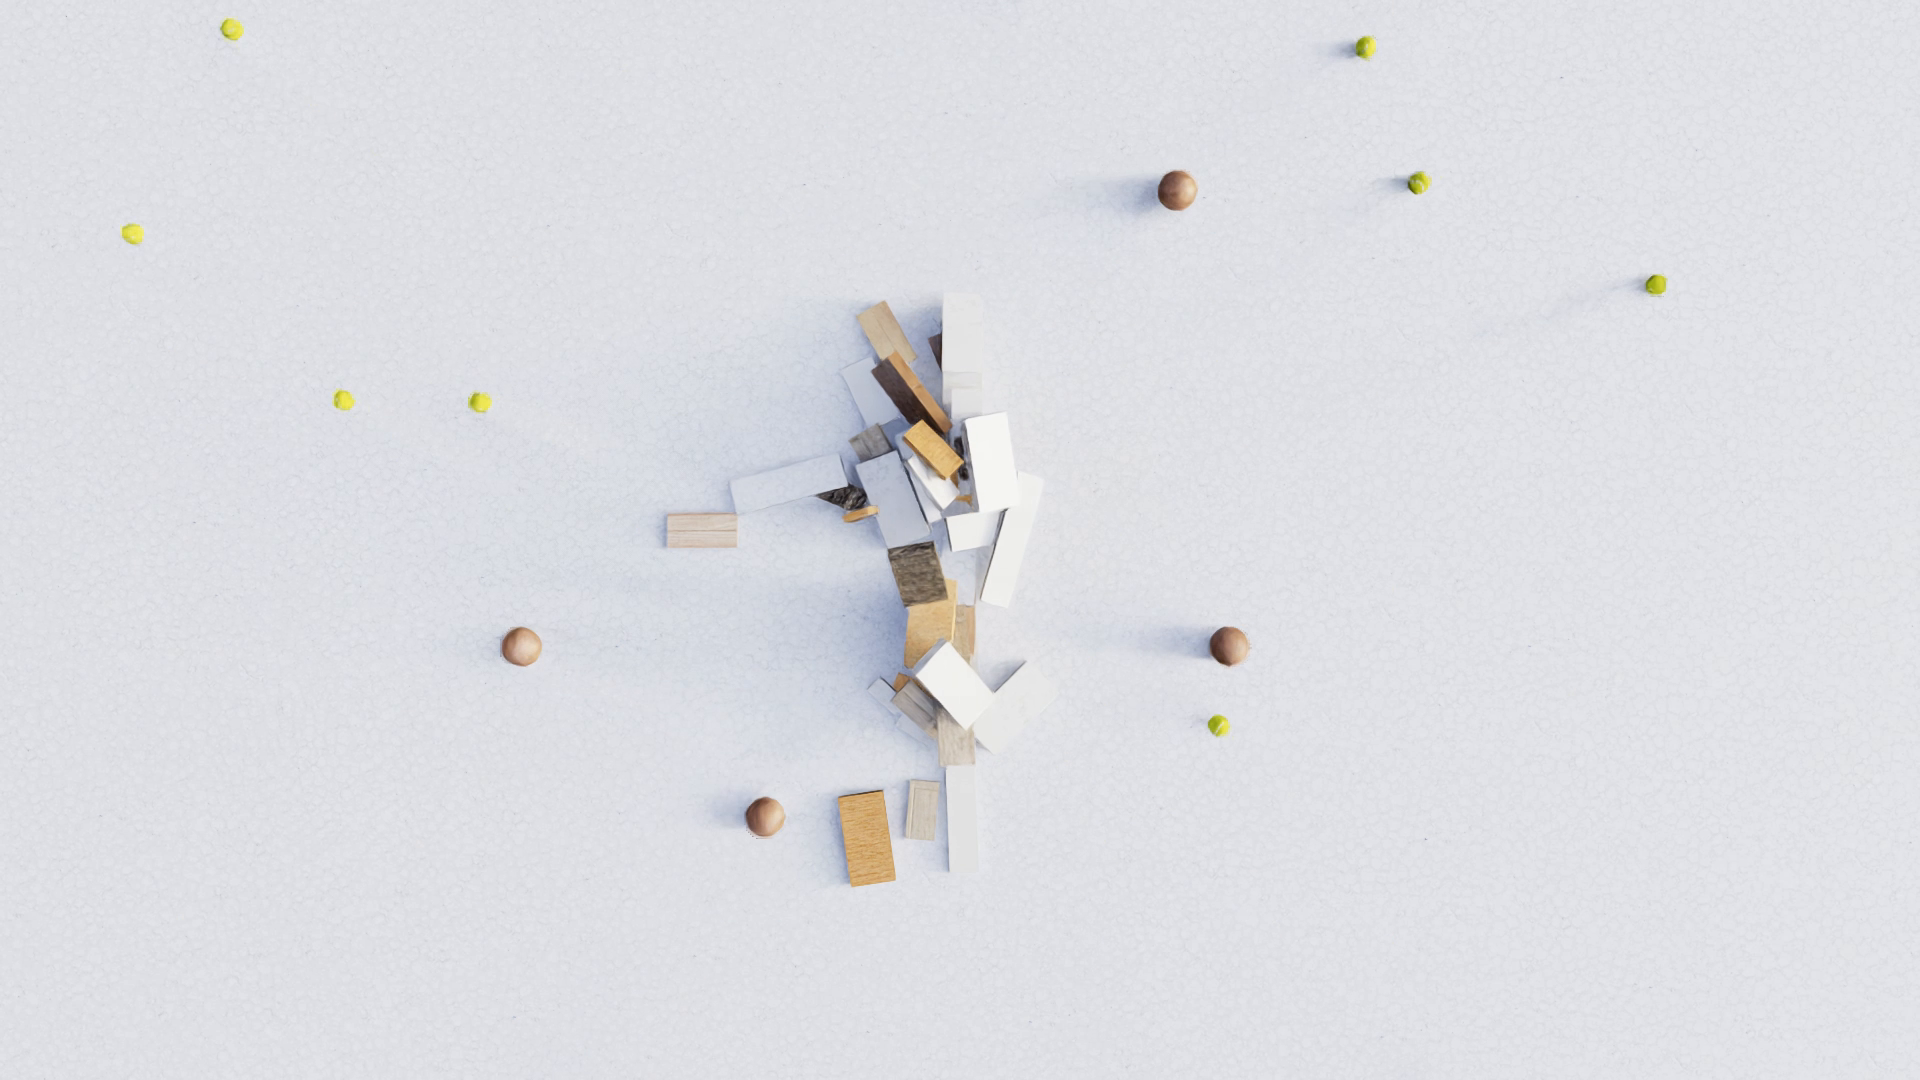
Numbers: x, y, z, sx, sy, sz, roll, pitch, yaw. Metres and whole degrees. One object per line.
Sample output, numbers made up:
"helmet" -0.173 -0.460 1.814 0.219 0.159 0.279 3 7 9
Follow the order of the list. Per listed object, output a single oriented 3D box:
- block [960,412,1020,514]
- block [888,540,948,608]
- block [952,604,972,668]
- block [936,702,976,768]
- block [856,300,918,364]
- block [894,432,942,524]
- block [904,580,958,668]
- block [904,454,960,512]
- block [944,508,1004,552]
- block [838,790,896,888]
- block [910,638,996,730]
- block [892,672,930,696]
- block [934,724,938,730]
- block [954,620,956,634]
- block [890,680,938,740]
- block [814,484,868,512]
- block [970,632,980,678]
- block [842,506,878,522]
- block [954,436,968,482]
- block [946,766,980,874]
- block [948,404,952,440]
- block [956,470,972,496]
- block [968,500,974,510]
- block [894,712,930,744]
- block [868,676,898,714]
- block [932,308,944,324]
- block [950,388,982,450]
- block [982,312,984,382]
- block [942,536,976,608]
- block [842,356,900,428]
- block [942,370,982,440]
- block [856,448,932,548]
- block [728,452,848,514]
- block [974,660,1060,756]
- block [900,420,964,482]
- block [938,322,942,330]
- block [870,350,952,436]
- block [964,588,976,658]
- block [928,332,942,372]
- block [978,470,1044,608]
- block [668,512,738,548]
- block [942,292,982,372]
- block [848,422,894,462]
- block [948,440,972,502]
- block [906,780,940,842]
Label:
"block" 0.098 -0.252 5.363 0.153 0.043 0.306 -13 98 -27
"block" -0.131 0.111 5.217 0.146 0.292 0.041 -10 56 3
"block" -0.030 0.329 5.382 0.114 0.032 0.229 -9 68 4
"block" -0.015 0.617 5.370 0.118 0.034 0.237 -3 74 0
"block" -0.243 -0.674 5.484 0.110 0.031 0.221 -30 90 0
"block" -0.138 -0.204 5.423 0.043 0.153 0.306 -22 90 -1
"block" -0.093 0.272 5.344 0.146 0.041 0.293 3 75 10
"block" -0.092 -0.201 5.345 0.195 0.028 0.098 53 52 -12
"block" 0.069 -0.037 5.451 0.229 0.032 0.114 -10 90 -17
"block" -0.308 0.991 5.479 0.149 0.042 0.299 -9 90 0
"block" -0.021 0.462 5.275 0.146 0.041 0.293 -47 123 -12
"block" -0.159 0.493 5.491 0.125 0.018 0.063 22 90 0
"block" -0.011 0.511 5.434 0.118 0.034 0.237 6 74 2
"block" -0.056 0.226 5.390 0.084 0.024 0.167 -3 71 8
"block" -0.126 0.561 5.460 0.194 0.028 0.097 42 89 -6
"block" -0.395 -0.154 5.488 0.167 0.024 0.084 23 90 0
"block" 0.000 0.371 5.441 0.118 0.034 0.237 -2 69 -1
"block" -0.322 -0.082 5.354 0.084 0.167 0.024 -19 89 9
"block" 0.025 -0.268 5.378 0.072 0.020 0.143 -9 97 1
"block" 0.006 0.875 5.486 0.097 0.028 0.462 -2 90 0
"block" 0.008 -0.350 5.445 0.099 0.028 0.197 2 107 0
"block" 0.026 -0.218 5.431 0.072 0.020 0.143 -1 107 1
"block" 0.099 -0.144 5.464 0.143 0.072 0.020 -37 61 0
"block" -0.147 0.624 5.491 0.125 0.018 0.063 33 90 0
"block" -0.242 0.516 5.478 0.125 0.018 0.063 42 103 -6
"block" -0.033 -0.714 5.492 0.059 0.017 0.119 -38 90 0
"block" 0.022 -0.395 5.392 0.099 0.028 0.197 2 94 0
"block" 0.015 -0.624 5.447 0.127 0.036 0.255 1 106 -1
"block" -0.006 0.105 5.457 0.114 0.032 0.229 2 76 0
"block" -0.298 -0.486 5.484 0.110 0.031 0.221 -25 90 0
"block" 0.006 -0.460 5.452 0.127 0.036 0.255 2 104 0
"block" -0.218 -0.136 5.444 0.149 0.042 0.299 -20 99 11
"block" -0.568 -0.186 5.466 0.381 0.032 0.114 -15 90 5
"block" 0.169 0.559 5.465 0.299 0.042 0.149 -44 90 -5
"block" -0.089 -0.288 5.328 0.195 0.028 0.098 45 53 0
"block" -0.015 -0.686 5.465 0.059 0.017 0.119 -45 102 -6
"block" -0.159 -0.464 5.410 0.043 0.153 0.306 -39 95 -27
"block" -0.007 0.271 5.444 0.114 0.032 0.229 1 69 0
"block" -0.058 -0.625 5.483 0.059 0.017 0.119 -22 99 0
"block" 0.171 -0.001 5.448 0.098 0.028 0.447 18 84 -16
"block" -0.855 -0.032 5.484 0.229 0.032 0.114 0 90 0
"block" 0.007 -0.675 5.380 0.127 0.036 0.255 1 93 -1
"block" -0.266 -0.265 5.465 0.110 0.031 0.221 -30 94 12
"block" 0.004 -0.226 5.454 0.099 0.028 0.197 3 107 0
"block" -0.125 0.898 5.486 0.097 0.028 0.194 5 90 0
